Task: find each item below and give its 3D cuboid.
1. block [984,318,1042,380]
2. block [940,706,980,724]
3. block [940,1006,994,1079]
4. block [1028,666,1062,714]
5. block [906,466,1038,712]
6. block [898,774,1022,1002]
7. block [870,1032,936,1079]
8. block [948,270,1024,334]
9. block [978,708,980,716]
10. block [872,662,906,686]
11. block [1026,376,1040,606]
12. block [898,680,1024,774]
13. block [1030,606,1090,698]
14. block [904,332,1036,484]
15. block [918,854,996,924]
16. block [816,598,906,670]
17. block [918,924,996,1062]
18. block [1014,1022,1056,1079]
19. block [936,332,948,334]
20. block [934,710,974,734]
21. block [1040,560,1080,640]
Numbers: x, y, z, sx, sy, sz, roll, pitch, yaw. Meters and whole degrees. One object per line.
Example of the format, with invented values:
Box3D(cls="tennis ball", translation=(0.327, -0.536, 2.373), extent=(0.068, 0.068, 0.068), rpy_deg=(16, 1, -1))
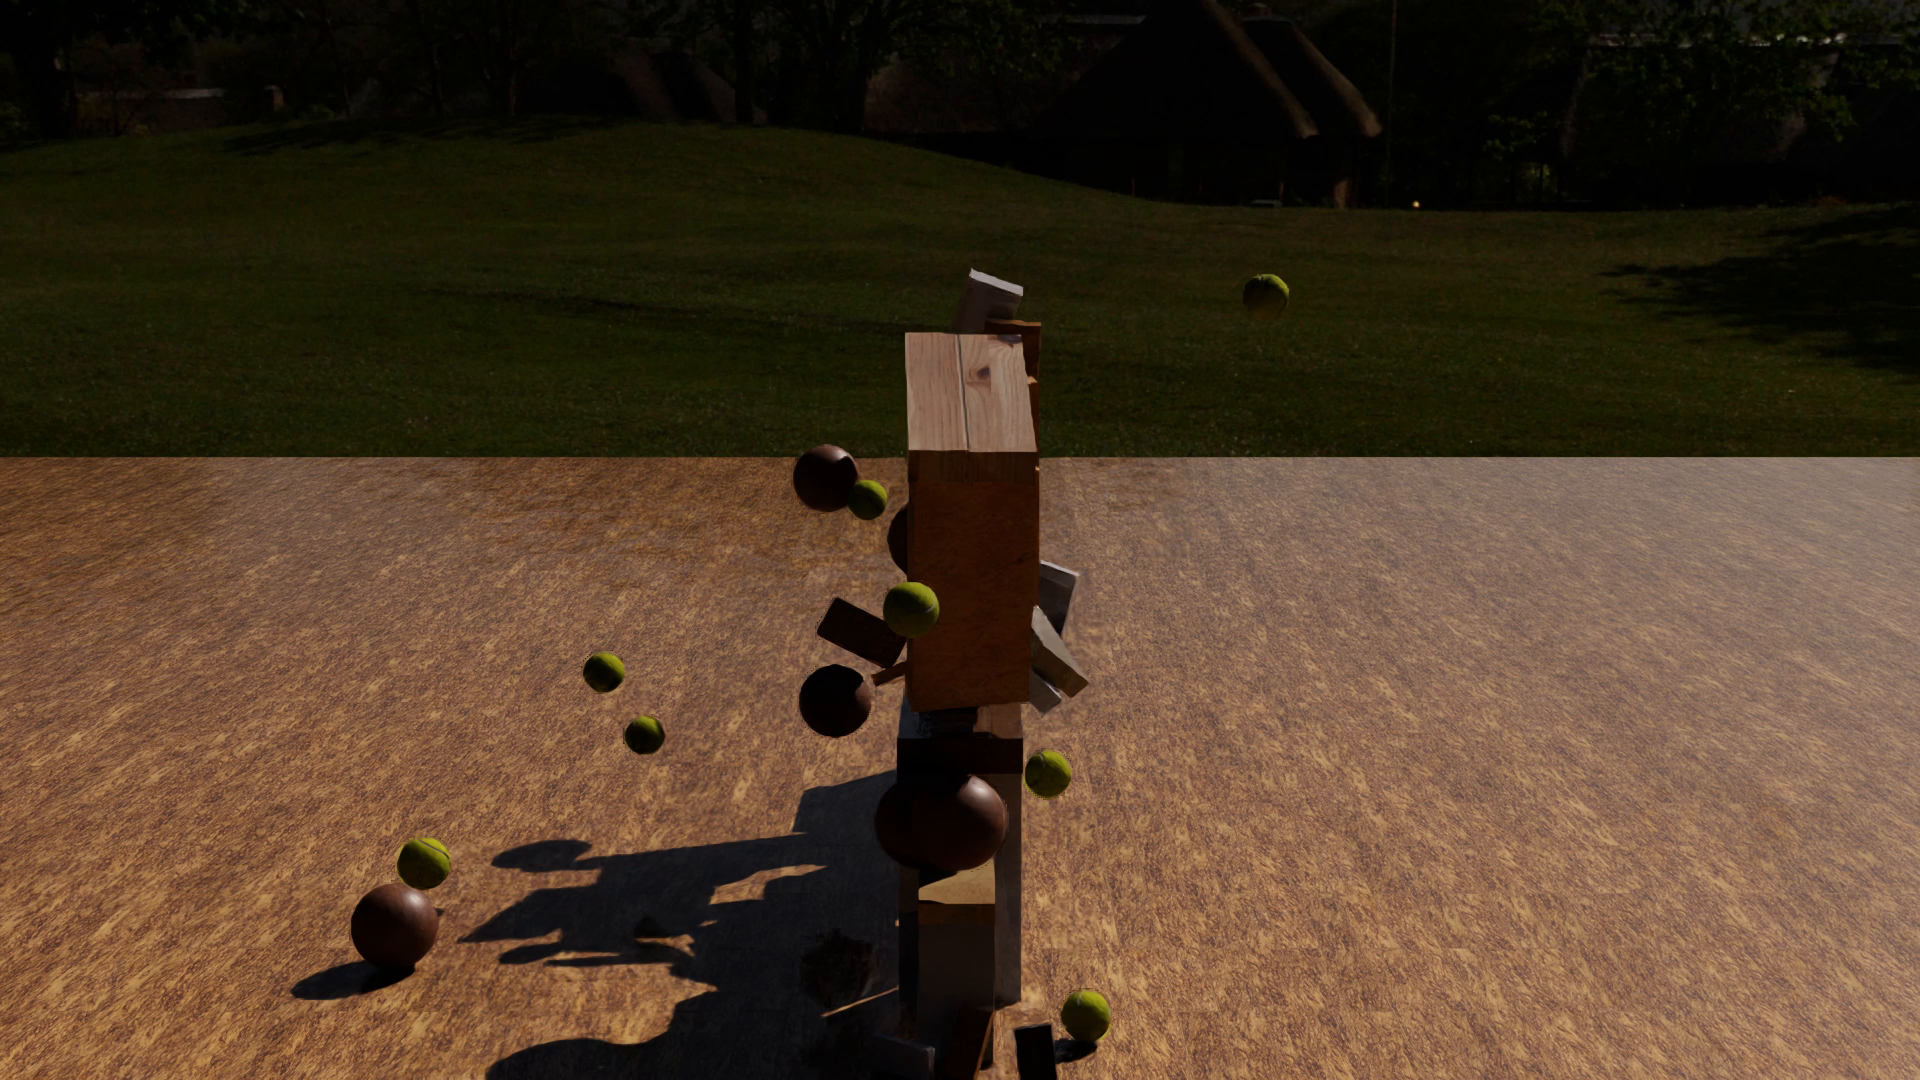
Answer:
Box3D(cls="block", translation=(0.093, -0.306, 4.106), extent=(0.104, 0.208, 0.029), rpy_deg=(6, 21, 6))
Box3D(cls="block", translation=(0.003, 0.222, 3.164), extent=(0.054, 0.015, 0.107), rpy_deg=(5, 34, 3))
Box3D(cls="block", translation=(0.010, 0.679, 2.959), extent=(0.048, 0.095, 0.014), rpy_deg=(5, -27, 26))
Box3D(cls="block", translation=(0.074, 0.155, 3.623), extent=(0.039, 0.138, 0.340), rpy_deg=(-42, 24, 9))
Box3D(cls="block", translation=(0.014, 0.063, 3.054), extent=(0.169, 0.369, 0.048), rpy_deg=(-5, 29, -11))
Box3D(cls="block", translation=(0.000, 0.495, 3.205), extent=(0.178, 0.355, 0.050), rpy_deg=(0, 10, 0))
Box3D(cls="block", translation=(-0.077, 0.697, 2.961), extent=(0.095, 0.048, 0.014), rpy_deg=(7, 17, 34))
Box3D(cls="block", translation=(0.037, -0.399, 4.122), extent=(0.104, 0.208, 0.029), rpy_deg=(19, 38, -4))
Box3D(cls="block", translation=(0.002, 0.209, 3.258), extent=(0.054, 0.107, 0.015), rpy_deg=(0, -34, 0))
Box3D(cls="block", translation=(-0.072, 0.212, 3.685), extent=(0.144, 0.020, 0.072), rpy_deg=(-25, -12, 38))
Box3D(cls="block", translation=(0.028, -0.065, 3.226), extent=(0.169, 0.338, 0.048), rpy_deg=(-4, 17, -11))
Box3D(cls="block", translation=(0.002, 0.273, 3.287), extent=(0.178, 0.050, 0.356), rpy_deg=(0, 11, 0))
Box3D(cls="block", translation=(0.105, 0.131, 3.617), extent=(0.138, 0.039, 0.276), rpy_deg=(40, 12, -43))
Box3D(cls="block", translation=(0.010, -0.188, 3.056), extent=(0.169, 0.048, 0.338), rpy_deg=(1, 32, -3))
Box3D(cls="block", translation=(-0.004, 0.480, 3.036), extent=(0.104, 0.029, 0.208), rpy_deg=(0, 11, 0))
Box3D(cls="block", translation=(-0.168, 0.163, 3.801), extent=(0.144, 0.072, 0.020), rpy_deg=(26, -19, 8))
Box3D(cls="block", translation=(-0.005, 0.606, 3.012), extent=(0.104, 0.208, 0.029), rpy_deg=(0, -4, 3))
Box3D(cls="block", translation=(0.099, 0.685, 2.884), extent=(0.048, 0.095, 0.014), rpy_deg=(-7, 2, -10))
Box3D(cls="block", translation=(0.002, -0.077, 4.227), extent=(0.104, 0.682, 0.029), rpy_deg=(0, -17, 0))
Box3D(cls="block", translation=(-0.008, 0.238, 3.170), extent=(0.054, 0.015, 0.107), rpy_deg=(4, 33, -2))
Box3D(cls="block", translation=(0.154, 0.116, 3.798), extent=(0.072, 0.145, 0.021), rpy_deg=(19, 16, 19))
